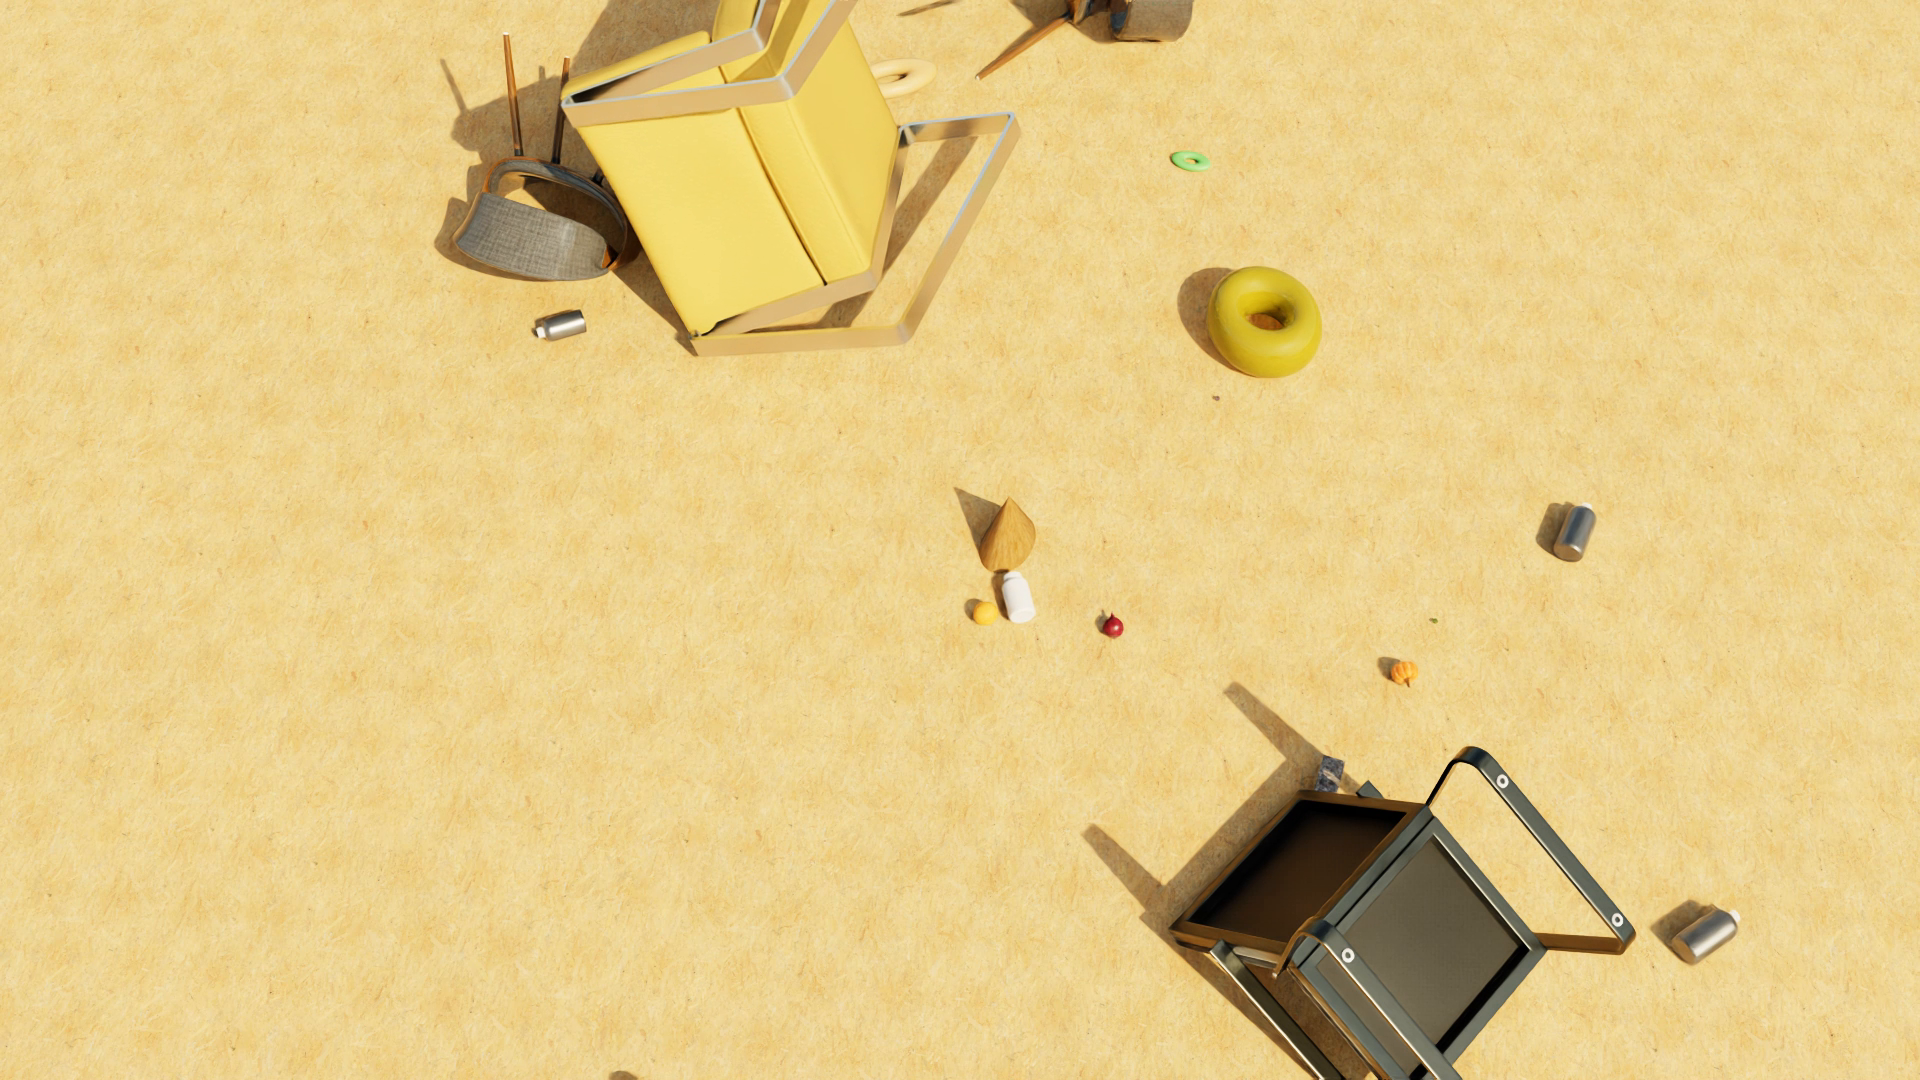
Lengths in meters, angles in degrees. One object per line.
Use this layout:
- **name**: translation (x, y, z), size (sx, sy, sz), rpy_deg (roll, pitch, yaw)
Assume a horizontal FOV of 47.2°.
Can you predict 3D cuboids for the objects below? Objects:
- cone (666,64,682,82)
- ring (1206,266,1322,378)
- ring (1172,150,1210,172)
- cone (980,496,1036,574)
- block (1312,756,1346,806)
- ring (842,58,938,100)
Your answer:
- **cone**: translation (-0.979, -1.612, 7.641), size (0.069, 0.052, 0.067), rpy_deg (-25, 81, -32)
- **ring**: translation (0.958, -0.688, 6.931), size (0.350, 0.178, 0.406), rpy_deg (-23, 58, -13)
- **ring**: translation (0.781, -1.278, 7.418), size (0.136, 0.023, 0.082), rpy_deg (16, 58, 11)
- **cone**: translation (0.142, -0.060, 6.464), size (0.153, 0.249, 0.228), rpy_deg (22, 59, 14)
- **block**: translation (1.022, 0.666, 6.096), size (0.062, 0.051, 0.118), rpy_deg (16, 58, 10)
- **ring**: translation (-0.243, -1.596, 7.613), size (0.350, 0.053, 0.165), rpy_deg (-15, 57, -10)
